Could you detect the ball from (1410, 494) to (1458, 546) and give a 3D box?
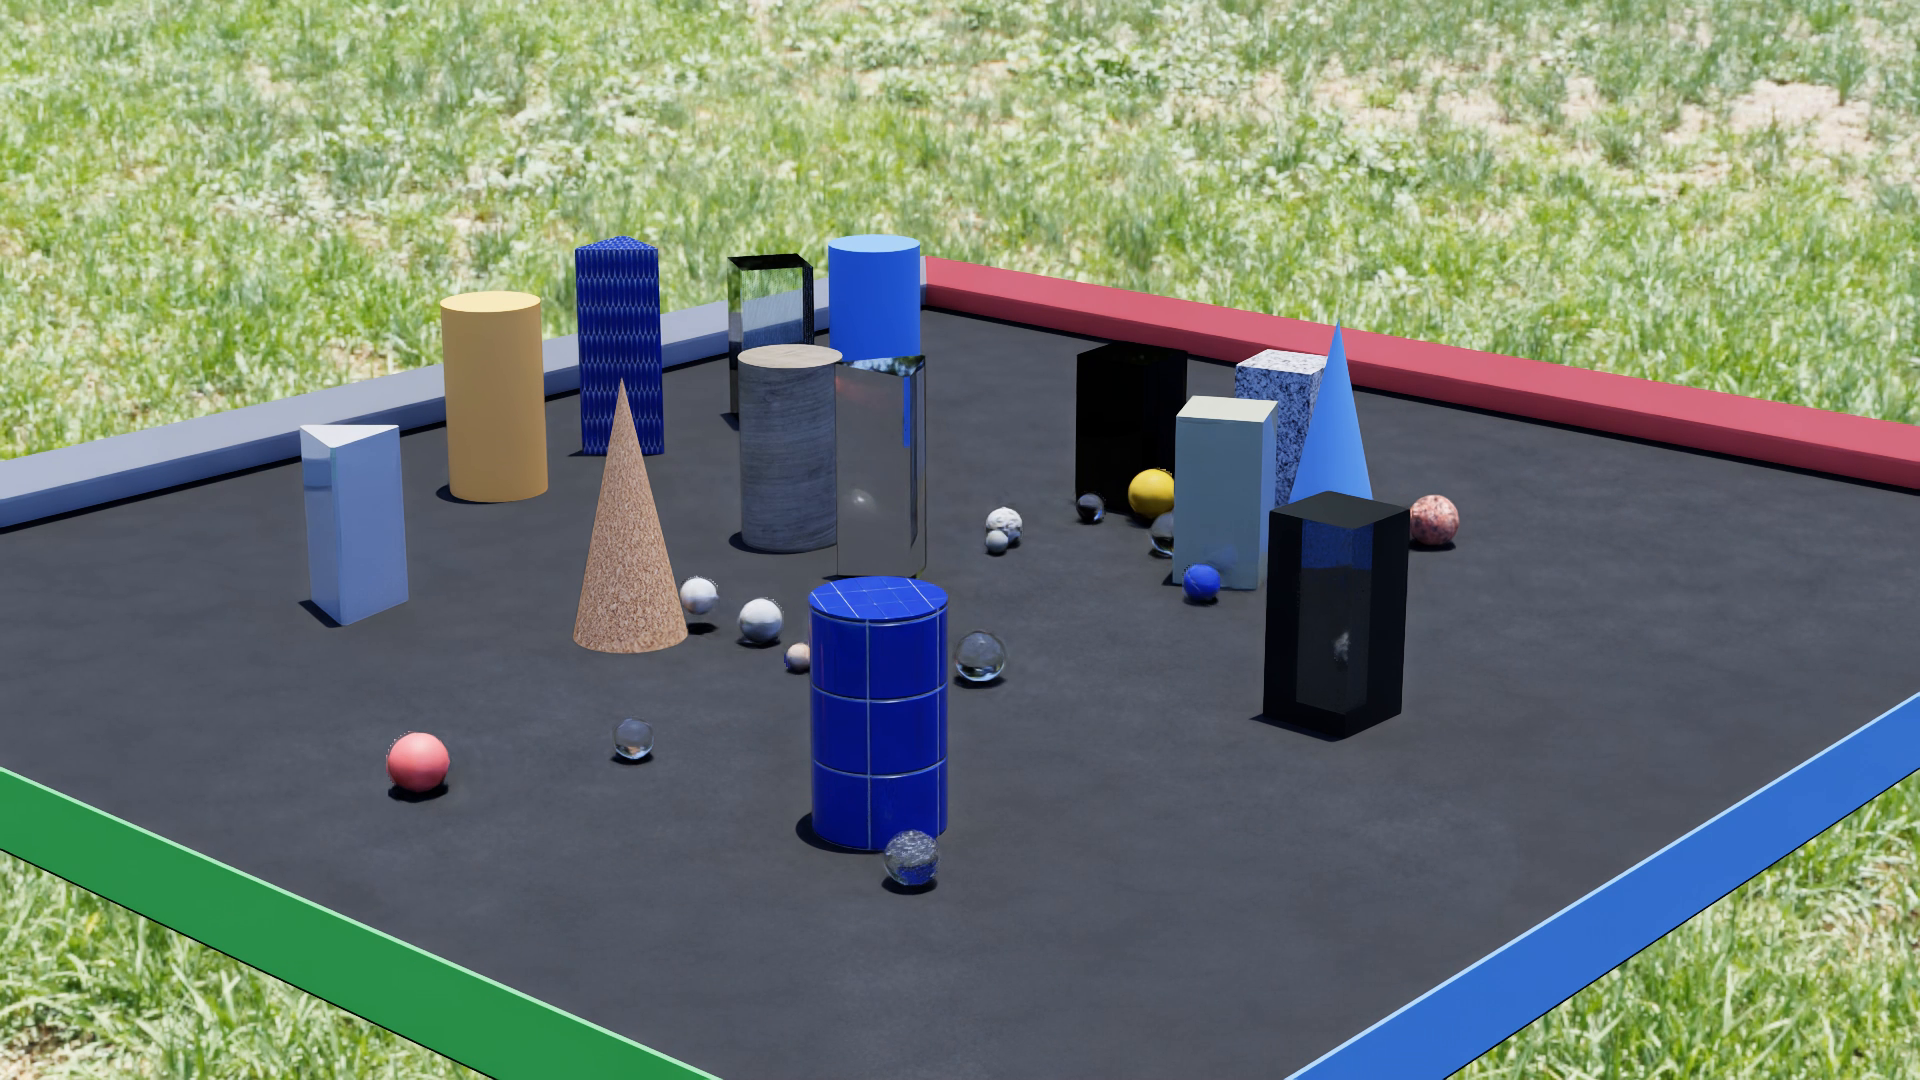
[{"bbox_3d":[0.871,-0.036,5.400,0.094,0.094,0.094,0,17,0],"label":"ball"}]

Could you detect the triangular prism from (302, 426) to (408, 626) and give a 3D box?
[{"bbox_3d":[-1.063,-0.036,5.020,0.144,0.312,0.166,10,19,29],"label":"triangular prism"}]

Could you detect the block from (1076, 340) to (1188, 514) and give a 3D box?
[{"bbox_3d":[0.330,-0.219,5.660,0.153,0.293,0.153,12,21,35],"label":"block"}]

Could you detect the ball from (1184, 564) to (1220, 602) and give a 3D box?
[{"bbox_3d":[0.420,0.074,5.084,0.065,0.065,0.065,0,17,0],"label":"ball"}]

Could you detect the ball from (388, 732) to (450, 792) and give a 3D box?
[{"bbox_3d":[-0.781,0.321,4.229,0.087,0.087,0.087,0,17,0],"label":"ball"}]

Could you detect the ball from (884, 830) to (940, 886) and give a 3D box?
[{"bbox_3d":[-0.065,0.424,3.910,0.075,0.075,0.075,0,17,0],"label":"ball"}]

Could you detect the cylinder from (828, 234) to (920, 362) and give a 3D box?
[{"bbox_3d":[-0.178,-0.425,6.155,0.191,0.401,0.191,0,17,0],"label":"cylinder"}]

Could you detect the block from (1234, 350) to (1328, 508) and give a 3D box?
[{"bbox_3d":[0.627,-0.205,5.631,0.153,0.283,0.153,9,19,28],"label":"block"}]

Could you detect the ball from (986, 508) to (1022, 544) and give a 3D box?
[{"bbox_3d":[0.082,-0.025,5.407,0.069,0.069,0.069,0,17,0],"label":"ball"}]

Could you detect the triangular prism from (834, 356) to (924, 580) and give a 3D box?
[{"bbox_3d":[-0.110,-0.124,5.181,0.166,0.389,0.144,13,21,37],"label":"triangular prism"}]

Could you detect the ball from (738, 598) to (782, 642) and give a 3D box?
[{"bbox_3d":[-0.332,0.134,4.872,0.072,0.072,0.072,0,17,0],"label":"ball"}]

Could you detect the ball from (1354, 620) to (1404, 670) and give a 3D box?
[{"bbox_3d":[0.678,0.171,4.740,0.079,0.079,0.079,0,17,0],"label":"ball"}]

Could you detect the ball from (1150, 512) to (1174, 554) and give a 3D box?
[{"bbox_3d":[0.386,-0.013,5.350,0.078,0.078,0.078,0,17,0],"label":"ball"}]

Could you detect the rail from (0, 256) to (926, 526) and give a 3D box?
[{"bbox_3d":[-1.210,-0.273,6.126,0.045,0.124,3.479,14,22,39],"label":"rail"}]

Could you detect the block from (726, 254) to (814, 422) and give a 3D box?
[{"bbox_3d":[-0.403,-0.425,6.259,0.153,0.342,0.153,-5,17,-15],"label":"block"}]

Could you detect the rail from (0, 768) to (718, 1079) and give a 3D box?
[{"bbox_3d":[-1.125,0.406,3.880,3.253,0.124,0.045,14,22,39],"label":"rail"}]

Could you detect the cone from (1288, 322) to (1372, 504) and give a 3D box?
[{"bbox_3d":[0.682,-0.195,5.349,0.191,0.428,0.191,0,17,0],"label":"cone"}]

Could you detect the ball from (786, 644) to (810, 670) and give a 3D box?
[{"bbox_3d":[-0.259,0.189,4.740,0.044,0.044,0.044,0,17,0],"label":"ball"}]

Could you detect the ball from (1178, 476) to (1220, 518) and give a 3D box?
[{"bbox_3d":[0.454,-0.082,5.577,0.079,0.079,0.079,0,17,0],"label":"ball"}]

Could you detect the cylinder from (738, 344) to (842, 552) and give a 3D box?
[{"bbox_3d":[-0.310,-0.170,5.408,0.191,0.346,0.191,0,17,0],"label":"cylinder"}]

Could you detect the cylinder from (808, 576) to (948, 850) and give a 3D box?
[{"bbox_3d":[-0.112,0.239,4.072,0.191,0.335,0.191,0,17,0],"label":"cylinder"}]

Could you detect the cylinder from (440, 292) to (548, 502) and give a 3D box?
[{"bbox_3d":[-0.908,-0.281,5.721,0.191,0.376,0.191,0,17,0],"label":"cylinder"}]

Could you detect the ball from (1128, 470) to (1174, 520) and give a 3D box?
[{"bbox_3d":[0.365,-0.086,5.541,0.096,0.096,0.096,0,17,0],"label":"ball"}]

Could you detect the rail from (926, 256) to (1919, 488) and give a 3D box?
[{"bbox_3d":[1.125,-0.343,6.361,3.253,0.124,0.045,14,22,39],"label":"rail"}]

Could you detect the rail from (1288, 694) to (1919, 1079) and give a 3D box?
[{"bbox_3d":[1.210,0.335,4.114,0.045,0.124,3.479,14,22,39],"label":"rail"}]

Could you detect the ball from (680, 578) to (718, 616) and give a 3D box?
[{"bbox_3d":[-0.440,0.095,4.934,0.063,0.063,0.063,0,17,0],"label":"ball"}]

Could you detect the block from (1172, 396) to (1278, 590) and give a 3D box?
[{"bbox_3d":[0.470,-0.085,5.197,0.153,0.305,0.153,5,17,15],"label":"block"}]

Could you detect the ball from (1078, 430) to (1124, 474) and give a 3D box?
[{"bbox_3d":[0.283,-0.176,5.871,0.090,0.090,0.090,0,17,0],"label":"ball"}]

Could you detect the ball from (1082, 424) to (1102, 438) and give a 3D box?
[{"bbox_3d":[0.276,-0.215,6.072,0.047,0.047,0.047,0,17,0],"label":"ball"}]

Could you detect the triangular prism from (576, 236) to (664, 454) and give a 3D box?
[{"bbox_3d":[-0.693,-0.402,6.037,0.166,0.427,0.144,0,17,0],"label":"triangular prism"}]

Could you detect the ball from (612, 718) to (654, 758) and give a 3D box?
[{"bbox_3d":[-0.486,0.295,4.361,0.061,0.061,0.061,0,17,0],"label":"ball"}]

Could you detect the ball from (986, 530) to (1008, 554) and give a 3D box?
[{"bbox_3d":[0.068,0.003,5.359,0.042,0.042,0.042,0,17,0],"label":"ball"}]

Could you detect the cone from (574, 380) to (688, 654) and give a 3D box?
[{"bbox_3d":[-0.552,-0.054,4.852,0.191,0.445,0.191,0,17,0],"label":"cone"}]

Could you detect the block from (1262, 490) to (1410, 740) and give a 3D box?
[{"bbox_3d":[0.577,0.112,4.498,0.153,0.331,0.153,15,22,40],"label":"block"}]

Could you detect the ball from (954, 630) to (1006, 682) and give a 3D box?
[{"bbox_3d":[0.032,0.186,4.686,0.081,0.081,0.081,0,17,0],"label":"ball"}]

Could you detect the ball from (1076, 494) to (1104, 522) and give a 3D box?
[{"bbox_3d":[0.247,-0.062,5.556,0.053,0.053,0.053,0,17,0],"label":"ball"}]
